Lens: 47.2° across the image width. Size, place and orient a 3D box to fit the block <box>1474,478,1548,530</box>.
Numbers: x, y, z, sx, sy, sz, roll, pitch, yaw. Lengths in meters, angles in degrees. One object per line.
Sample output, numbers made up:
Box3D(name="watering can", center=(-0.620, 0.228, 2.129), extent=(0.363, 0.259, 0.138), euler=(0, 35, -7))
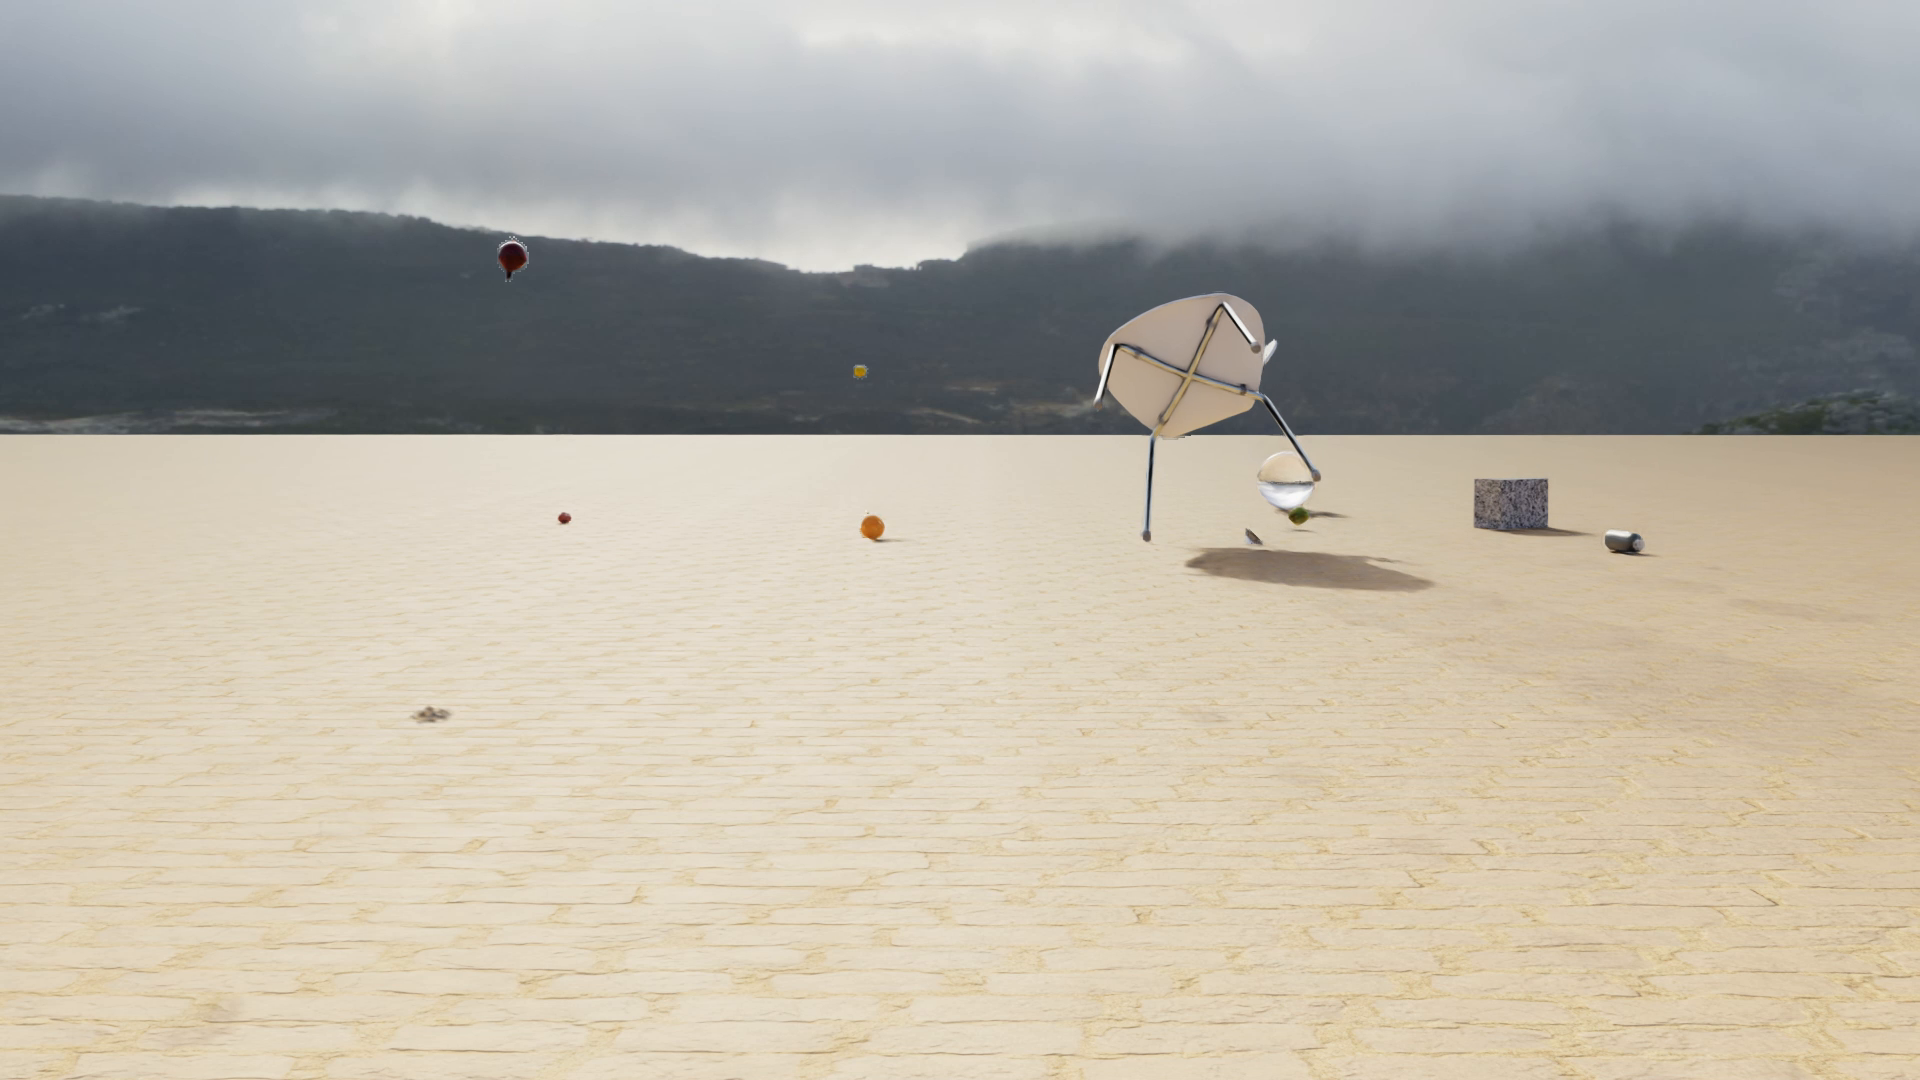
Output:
Box3D(name="block", center=(1.790, -0.120, 7.142), extent=(0.221, 0.158, 0.117), euler=(-3, 5, -34))

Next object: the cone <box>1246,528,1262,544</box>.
Box3D(name="cone", center=(0.839, 0.000, 6.369), extent=(0.068, 0.035, 0.057), euler=(45, -3, 14))

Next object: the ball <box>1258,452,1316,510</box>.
Box3D(name="ball", center=(1.217, -0.222, 8.198), extent=(0.217, 0.217, 0.217), euler=(0, 4, 0))
